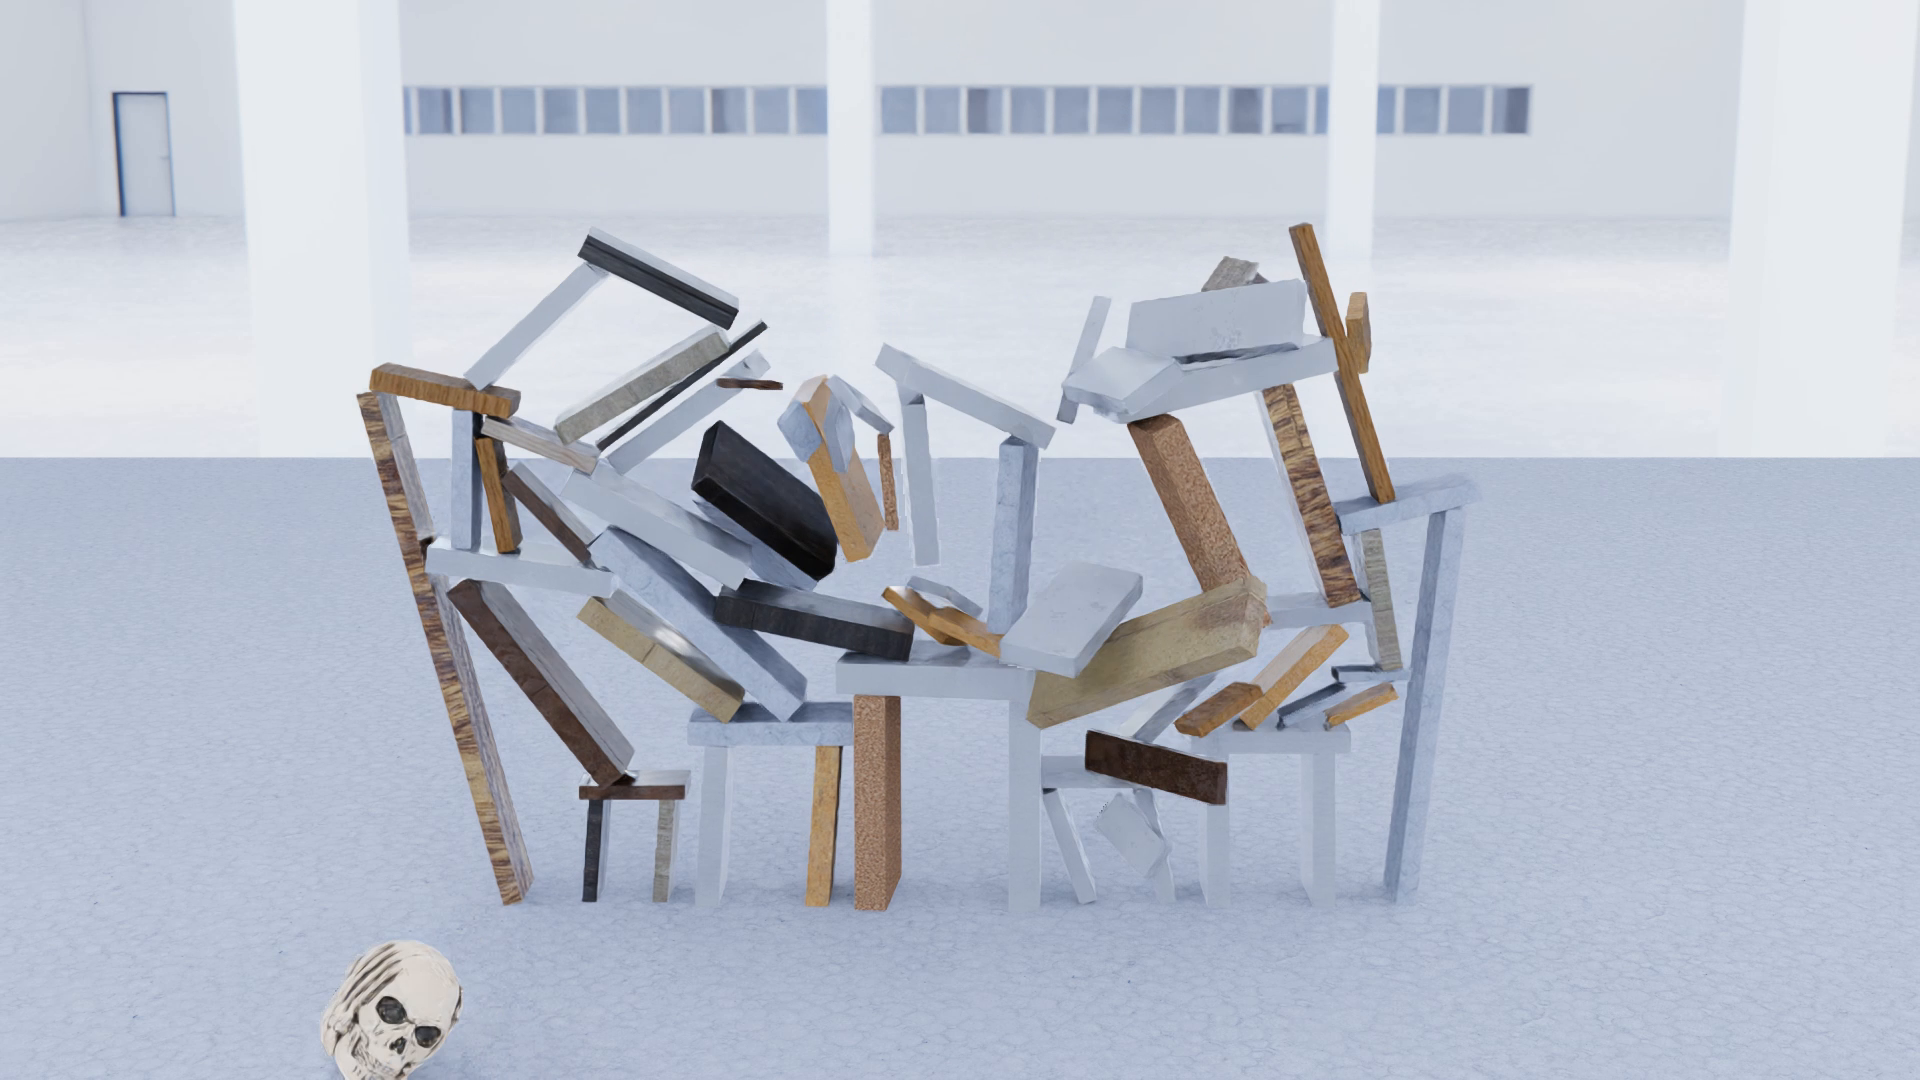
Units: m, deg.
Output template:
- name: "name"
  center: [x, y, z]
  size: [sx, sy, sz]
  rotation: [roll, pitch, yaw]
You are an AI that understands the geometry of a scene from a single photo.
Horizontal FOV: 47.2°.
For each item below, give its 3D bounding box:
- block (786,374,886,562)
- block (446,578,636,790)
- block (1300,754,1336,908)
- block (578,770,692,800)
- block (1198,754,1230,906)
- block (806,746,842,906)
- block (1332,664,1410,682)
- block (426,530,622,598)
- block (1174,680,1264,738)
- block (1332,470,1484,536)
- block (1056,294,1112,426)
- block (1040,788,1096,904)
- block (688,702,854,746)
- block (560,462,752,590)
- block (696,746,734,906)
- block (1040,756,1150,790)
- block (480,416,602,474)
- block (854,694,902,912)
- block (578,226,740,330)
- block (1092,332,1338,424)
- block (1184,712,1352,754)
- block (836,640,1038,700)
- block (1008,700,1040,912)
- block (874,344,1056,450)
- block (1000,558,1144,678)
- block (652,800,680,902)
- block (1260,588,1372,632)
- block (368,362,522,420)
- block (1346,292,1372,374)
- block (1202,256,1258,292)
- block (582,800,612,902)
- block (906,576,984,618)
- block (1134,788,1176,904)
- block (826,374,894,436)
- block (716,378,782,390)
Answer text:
- name: "block"
  center: [-0.202, -0.118, 3.613]
  size: [0.040, 0.280, 0.140]
  rotation: [-16, 19, 15]
- name: "block"
  center: [-0.683, 0.220, 3.601]
  size: [0.042, 0.405, 0.148]
  rotation: [-36, 9, 6]
- name: "block"
  center: [0.594, 0.462, 3.645]
  size: [0.037, 0.259, 0.130]
  rotation: [-2, 11, 0]
- name: "block"
  center: [-0.536, 0.405, 3.635]
  size: [0.175, 0.025, 0.087]
  rotation: [0, 11, 0]
- name: "block"
  center: [0.421, 0.462, 3.646]
  size: [0.037, 0.259, 0.130]
  rotation: [-2, 11, 0]
- name: "block"
  center: [-0.224, 0.455, 3.649]
  size: [0.038, 0.271, 0.135]
  rotation: [4, 10, -1]
- name: "block"
  center: [0.671, 0.217, 3.592]
  size: [0.117, 0.017, 0.059]
  rotation: [-1, 8, -3]
- name: "block"
  center: [-0.702, 0.039, 3.567]
  size: [0.295, 0.042, 0.148]
  rotation: [8, 10, -2]
- name: "block"
  center: [0.401, 0.262, 3.407]
  size: [0.130, 0.018, 0.065]
  rotation: [-31, 17, -24]
- name: "block"
  center: [0.716, -0.061, 3.545]
  size: [0.230, 0.033, 0.115]
  rotation: [-14, 10, 1]
- name: "block"
  center: [0.204, -0.297, 3.611]
  size: [0.030, 0.105, 0.211]
  rotation: [17, 45, 3]
- name: "block"
  center: [0.180, 0.495, 3.647]
  size: [0.028, 0.197, 0.099]
  rotation: [-19, 9, 5]
- name: "block"
  center: [-0.305, 0.302, 3.621]
  size: [0.271, 0.038, 0.135]
  rotation: [0, 11, 0]
- name: "block"
  center: [-0.492, -0.031, 3.588]
  size: [0.320, 0.045, 0.160]
  rotation: [29, 9, -10]
- name: "block"
  center: [-0.405, 0.455, 3.649]
  size: [0.038, 0.271, 0.135]
  rotation: [4, 10, -1]
- name: "block"
  center: [0.232, 0.383, 3.632]
  size: [0.197, 0.028, 0.099]
  rotation: [-1, 11, 3]
- name: "block"
  center: [-0.671, -0.159, 3.536]
  size: [0.185, 0.026, 0.093]
  rotation: [21, 10, -8]
- name: "block"
  center: [-0.135, 0.412, 3.642]
  size: [0.051, 0.359, 0.180]
  rotation: [1, 11, 7]
- name: "block"
  center: [-0.478, -0.418, 3.502]
  size: [0.261, 0.037, 0.131]
  rotation: [26, 10, -12]
- name: "block"
  center: [0.395, -0.257, 3.460]
  size: [0.355, 0.050, 0.178]
  rotation: [-14, 11, -7]
- name: "block"
  center: [0.503, 0.316, 3.618]
  size: [0.259, 0.037, 0.130]
  rotation: [0, 11, 0]
- name: "block"
  center: [-0.009, 0.211, 3.601]
  size: [0.359, 0.051, 0.180]
  rotation: [2, 11, 8]
- name: "block"
  center: [0.108, 0.413, 3.640]
  size: [0.051, 0.359, 0.180]
  rotation: [0, 11, 2]
- name: "block"
  center: [0.008, -0.227, 3.483]
  size: [0.273, 0.039, 0.136]
  rotation: [23, 8, -26]
- name: "block"
  center: [0.170, 0.116, 3.312]
  size: [0.122, 0.035, 0.245]
  rotation: [12, 35, 26]
- name: "block"
  center: [-0.487, 0.503, 3.653]
  size: [0.025, 0.175, 0.087]
  rotation: [5, 10, -1]
- name: "block"
  center: [0.550, 0.114, 3.573]
  size: [0.219, 0.031, 0.109]
  rotation: [-6, 11, 1]
- name: "block"
  center: [-0.820, -0.239, 3.511]
  size: [0.221, 0.031, 0.110]
  rotation: [12, 10, -5]
- name: "block"
  center: [0.655, -0.341, 3.609]
  size: [0.026, 0.092, 0.184]
  rotation: [-5, 18, 15]
- name: "block"
  center: [0.434, -0.417, 3.530]
  size: [0.058, 0.016, 0.116]
  rotation: [14, 38, 19]
- name: "block"
  center: [-0.603, 0.503, 3.653]
  size: [0.025, 0.175, 0.087]
  rotation: [5, 10, -1]
- name: "block"
  center: [-0.026, 0.096, 3.683]
  size: [0.073, 0.021, 0.146]
  rotation: [35, -9, -27]
- name: "block"
  center: [0.322, 0.493, 3.647]
  size: [0.028, 0.197, 0.099]
  rotation: [-12, 10, 6]
- name: "block"
  center: [-0.155, -0.209, 3.410]
  size: [0.071, 0.020, 0.142]
  rotation: [48, 6, 20]
- name: "block"
  center: [-0.326, -0.242, 3.413]
  size: [0.049, 0.014, 0.097]
  rotation: [7, 5, 38]
